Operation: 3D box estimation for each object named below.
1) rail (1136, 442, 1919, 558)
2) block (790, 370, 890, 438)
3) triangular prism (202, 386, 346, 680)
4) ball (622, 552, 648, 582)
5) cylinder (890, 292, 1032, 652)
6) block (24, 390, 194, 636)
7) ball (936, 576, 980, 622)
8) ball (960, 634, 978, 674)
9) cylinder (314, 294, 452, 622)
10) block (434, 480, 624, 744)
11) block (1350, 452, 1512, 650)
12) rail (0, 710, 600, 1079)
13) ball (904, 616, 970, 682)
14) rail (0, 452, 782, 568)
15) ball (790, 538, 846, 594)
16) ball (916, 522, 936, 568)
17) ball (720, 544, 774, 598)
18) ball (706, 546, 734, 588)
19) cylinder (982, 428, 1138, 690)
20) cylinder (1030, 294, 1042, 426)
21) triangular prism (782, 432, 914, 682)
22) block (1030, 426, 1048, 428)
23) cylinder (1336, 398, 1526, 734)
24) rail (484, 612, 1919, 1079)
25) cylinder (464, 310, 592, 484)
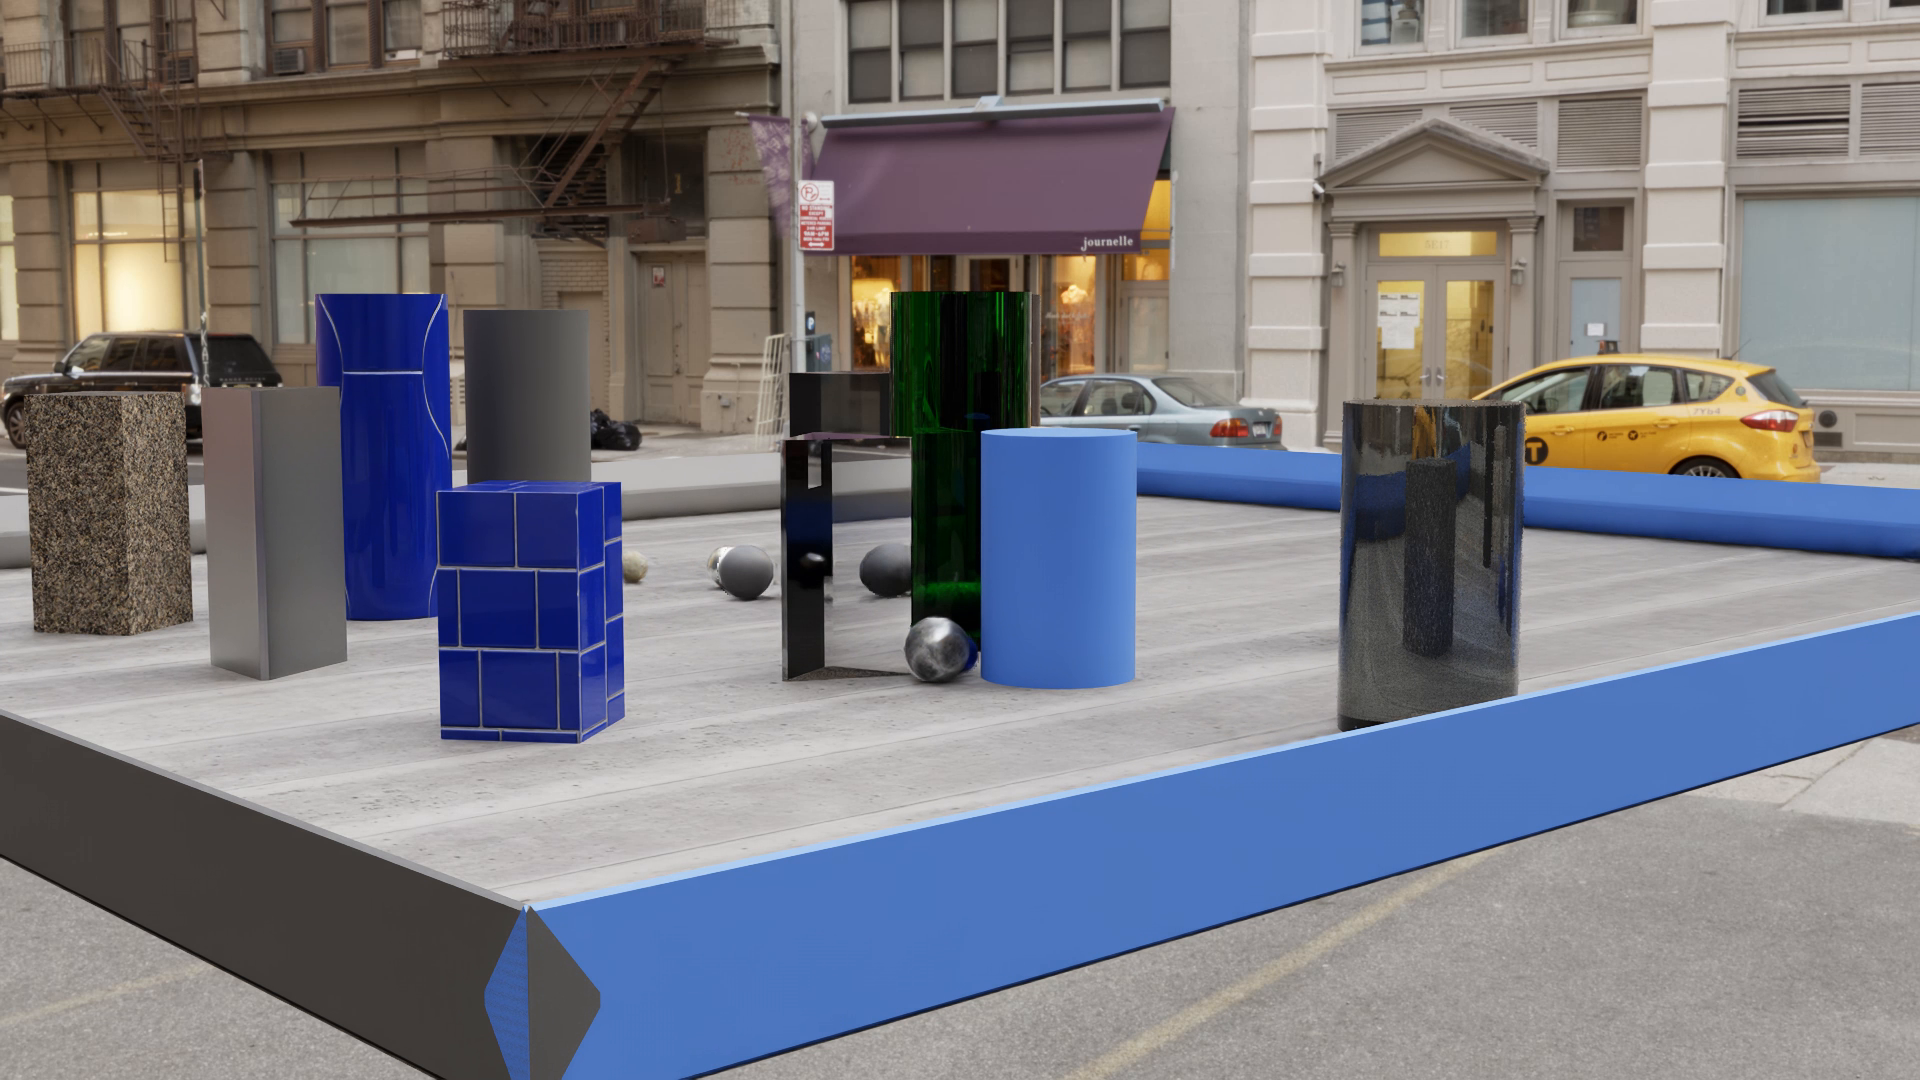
[{"bbox_3d":[1.182,-0.083,4.417,0.045,0.121,2.850,-6,8,-42],"label":"rail"},{"bbox_3d":[-0.183,-0.117,3.734,0.150,0.334,0.150,4,7,34],"label":"block"},{"bbox_3d":[-0.829,-0.015,2.717,0.140,0.346,0.162,-5,8,-40],"label":"triangular prism"},{"bbox_3d":[-0.531,0.043,3.571,0.050,0.050,0.050,0,6,0],"label":"ball"},{"bbox_3d":[0.000,-0.096,2.916,0.187,0.464,0.187,0,6,0],"label":"cylinder"},{"bbox_3d":[-1.182,-0.041,3.059,0.150,0.325,0.150,1,6,13],"label":"block"},{"bbox_3d":[-0.003,0.084,3.117,0.065,0.065,0.065,0,6,0],"label":"ball"},{"bbox_3d":[-0.002,0.138,2.681,0.049,0.049,0.049,0,6,0],"label":"ball"},{"bbox_3d":[-0.834,-0.125,3.196,0.187,0.463,0.187,0,6,0],"label":"cylinder"},{"bbox_3d":[-0.451,0.072,2.322,0.150,0.257,0.150,1,6,9],"label":"block"},{"bbox_3d":[0.627,0.012,2.939,0.150,0.245,0.150,-2,6,-20],"label":"block"},{"bbox_3d":[-1.182,0.147,2.247,0.045,0.121,2.850,-6,8,-42],"label":"rail"},{"bbox_3d":[-0.028,0.130,2.619,0.078,0.078,0.078,0,6,0],"label":"ball"},{"bbox_3d":[-0.950,-0.077,4.356,3.265,0.121,0.045,-6,8,-42],"label":"rail"},{"bbox_3d":[-0.221,0.042,3.410,0.087,0.087,0.087,0,6,0],"label":"ball"},{"bbox_3d":[-0.034,0.008,3.765,0.079,0.079,0.079,0,6,0],"label":"ball"},{"bbox_3d":[-0.327,0.048,3.368,0.082,0.082,0.082,0,6,0],"label":"ball"},{"bbox_3d":[-0.369,0.043,3.499,0.066,0.066,0.066,0,6,0],"label":"ball"},{"bbox_3d":[0.118,0.018,2.648,0.187,0.295,0.187,0,6,0],"label":"cylinder"},{"bbox_3d":[0.048,-0.196,3.860,0.187,0.466,0.187,0,6,0],"label":"cylinder"},{"bbox_3d":[-0.156,0.016,2.701,0.162,0.288,0.140,-2,6,-19],"label":"triangular prism"},{"bbox_3d":[0.070,-0.038,3.339,0.150,0.261,0.150,4,8,36],"label":"block"},{"bbox_3d":[0.494,0.028,2.313,0.187,0.345,0.187,0,6,0],"label":"cylinder"},{"bbox_3d":[0.950,0.140,2.308,3.265,0.121,0.045,-6,8,-42],"label":"rail"},{"bbox_3d":[-0.659,-0.131,3.365,0.187,0.440,0.187,0,6,0],"label":"cylinder"}]
